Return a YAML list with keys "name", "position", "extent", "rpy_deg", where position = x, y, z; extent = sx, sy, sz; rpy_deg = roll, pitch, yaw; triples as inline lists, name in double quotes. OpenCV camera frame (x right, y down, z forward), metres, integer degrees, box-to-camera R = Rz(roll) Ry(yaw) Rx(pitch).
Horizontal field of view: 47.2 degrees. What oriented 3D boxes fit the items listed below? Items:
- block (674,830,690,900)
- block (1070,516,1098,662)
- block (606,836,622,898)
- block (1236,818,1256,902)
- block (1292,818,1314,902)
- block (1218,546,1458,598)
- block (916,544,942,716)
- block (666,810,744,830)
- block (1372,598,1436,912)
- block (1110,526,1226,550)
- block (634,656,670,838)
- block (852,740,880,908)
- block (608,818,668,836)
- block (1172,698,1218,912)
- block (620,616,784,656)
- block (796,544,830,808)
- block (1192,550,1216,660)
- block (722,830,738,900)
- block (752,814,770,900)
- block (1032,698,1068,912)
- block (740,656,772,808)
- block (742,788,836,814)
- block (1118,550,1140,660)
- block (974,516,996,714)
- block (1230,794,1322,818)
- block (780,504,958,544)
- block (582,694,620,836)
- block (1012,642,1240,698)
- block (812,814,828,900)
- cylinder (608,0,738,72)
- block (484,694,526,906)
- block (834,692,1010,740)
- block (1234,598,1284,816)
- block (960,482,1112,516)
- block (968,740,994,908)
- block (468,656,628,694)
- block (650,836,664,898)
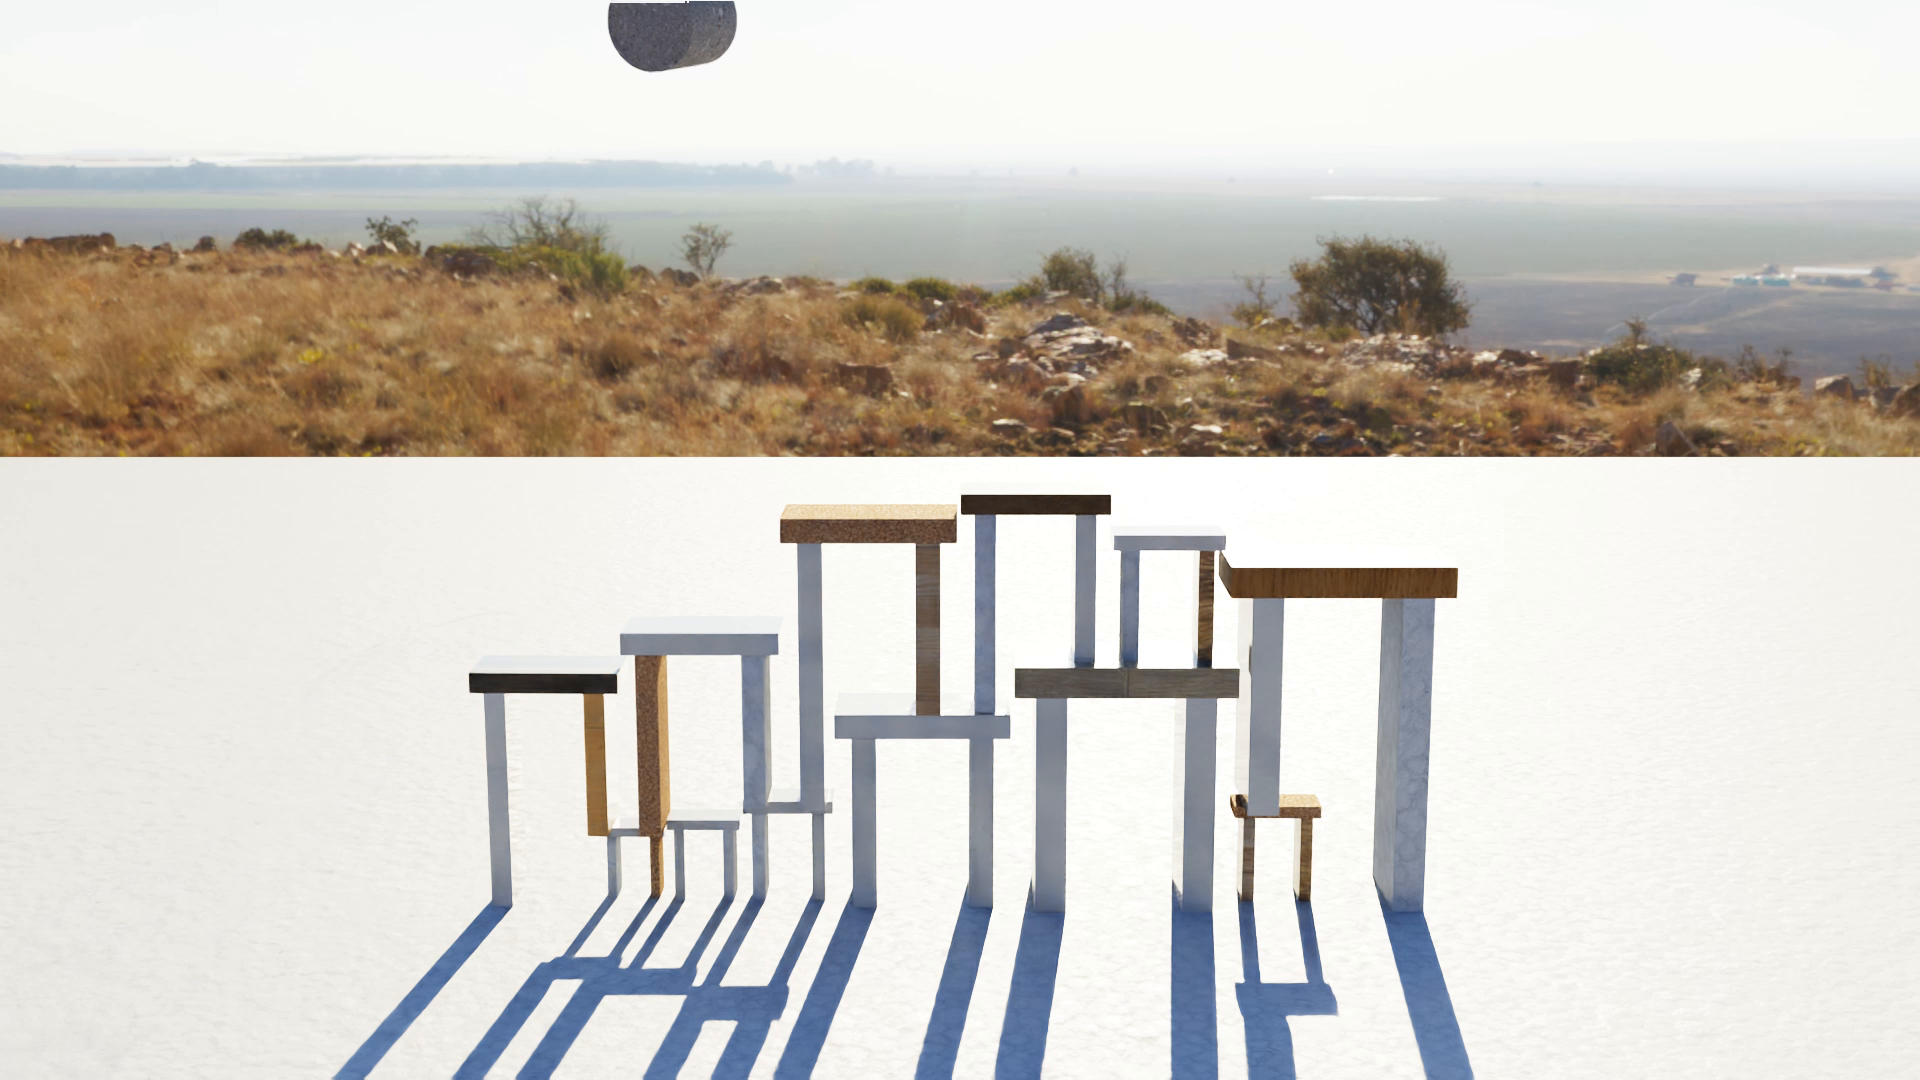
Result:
- name: "block"
  position: [-0.462, 0.531, 3.656]
  extent: [0.017, 0.121, 0.060]
  rpy_deg: [0, 11, 0]
- name: "block"
  position: [0.201, 0.068, 3.577]
  extent: [0.034, 0.240, 0.120]
  rpy_deg: [0, 11, 0]
- name: "block"
  position: [-0.576, 0.537, 3.664]
  extent: [0.015, 0.106, 0.053]
  rpy_deg: [0, 11, 0]
- name: "block"
  position: [0.475, 0.520, 3.655]
  extent: [0.020, 0.142, 0.071]
  rpy_deg: [0, 10, 0]
- name: "block"
  position: [0.570, 0.520, 3.655]
  extent: [0.020, 0.142, 0.071]
  rpy_deg: [0, 11, 0]
- name: "block"
  position: [0.610, 0.051, 3.574]
  extent: [0.359, 0.051, 0.180]
  rpy_deg: [0, 11, 0]
- name: "block"
  position: [-0.051, 0.131, 3.584]
  extent: [0.040, 0.282, 0.141]
  rpy_deg: [0, 11, 0]
- name: "block"
  position: [-0.422, 0.463, 3.643]
  extent: [0.121, 0.017, 0.060]
  rpy_deg: [0, 11, 0]
- name: "block"
  position: [0.730, 0.333, 3.625]
  extent: [0.051, 0.521, 0.180]
  rpy_deg: [0, 11, 0]
- name: "block"
  position: [0.336, -0.003, 3.562]
  extent: [0.180, 0.026, 0.090]
  rpy_deg: [0, 11, 0]
- name: "block"
  position: [-0.504, 0.323, 3.613]
  extent: [0.036, 0.303, 0.127]
  rpy_deg: [0, 10, 0]
- name: "block"
  position: [-0.156, 0.449, 3.647]
  extent: [0.040, 0.285, 0.143]
  rpy_deg: [0, 11, 0]
- name: "block"
  position: [-0.540, 0.477, 3.653]
  extent: [0.106, 0.015, 0.053]
  rpy_deg: [0, 10, 0]
- name: "block"
  position: [0.386, 0.414, 3.635]
  extent: [0.051, 0.359, 0.180]
  rpy_deg: [0, 11, 0]
- name: "block"
  position: [-0.418, 0.156, 3.584]
  extent: [0.255, 0.036, 0.127]
  rpy_deg: [0, 10, 0]
- name: "block"
  position: [-0.239, 0.208, 3.598]
  extent: [0.040, 0.438, 0.141]
  rpy_deg: [0, 11, 0]
- name: "block"
  position: [0.396, 0.098, 3.581]
  extent: [0.026, 0.180, 0.090]
  rpy_deg: [0, 11, 0]
- name: "block"
  position: [-0.382, 0.531, 3.656]
  extent: [0.017, 0.121, 0.060]
  rpy_deg: [0, 11, 0]
- name: "block"
  position: [-0.332, 0.516, 3.660]
  extent: [0.021, 0.149, 0.074]
  rpy_deg: [0, 10, 0]
- name: "block"
  position: [0.147, 0.414, 3.635]
  extent: [0.051, 0.359, 0.180]
  rpy_deg: [0, 11, 0]
- name: "block"
  position: [-0.334, 0.299, 3.612]
  extent: [0.036, 0.255, 0.127]
  rpy_deg: [0, 11, 0]
- name: "block"
  position: [-0.282, 0.433, 3.645]
  extent: [0.148, 0.021, 0.074]
  rpy_deg: [0, 11, 0]
- name: "block"
  position: [0.276, 0.098, 3.581]
  extent: [0.026, 0.180, 0.090]
  rpy_deg: [0, 11, 0]
- name: "block"
  position: [0.041, 0.109, 3.585]
  extent: [0.034, 0.325, 0.120]
  rpy_deg: [0, 11, 0]
- name: "block"
  position: [0.522, 0.440, 3.640]
  extent: [0.142, 0.020, 0.071]
  rpy_deg: [0, 10, 1]
- name: "block"
  position: [-0.145, -0.027, 3.554]
  extent: [0.282, 0.040, 0.141]
  rpy_deg: [0, 11, 0]
- name: "block"
  position: [-0.590, 0.354, 3.621]
  extent: [0.034, 0.239, 0.120]
  rpy_deg: [0, 10, 0]
- name: "block"
  position: [0.267, 0.212, 3.597]
  extent: [0.359, 0.051, 0.180]
  rpy_deg: [0, 11, 0]
- name: "block"
  position: [-0.233, 0.516, 3.661]
  extent: [0.021, 0.148, 0.074]
  rpy_deg: [0, 11, 0]
- name: "cylinder"
  position: [-0.850, -1.540, 6.518]
  extent: [0.283, 0.283, 0.283]
  rpy_deg: [4, 17, 21]
- name: "block"
  position: [-0.750, 0.413, 3.632]
  extent: [0.034, 0.361, 0.120]
  rpy_deg: [0, 11, 0]
- name: "block"
  position: [-0.060, 0.289, 3.617]
  extent: [0.285, 0.040, 0.143]
  rpy_deg: [0, 11, 0]
- name: "block"
  position: [0.490, 0.253, 3.611]
  extent: [0.051, 0.359, 0.180]
  rpy_deg: [0, 10, 0]
- name: "block"
  position: [0.121, -0.067, 3.552]
  extent: [0.240, 0.034, 0.120]
  rpy_deg: [0, 11, 0]
- name: "block"
  position: [0.035, 0.449, 3.647]
  extent: [0.040, 0.285, 0.143]
  rpy_deg: [0, 11, 0]
- name: "block"
  position: [-0.670, 0.220, 3.596]
  extent: [0.239, 0.034, 0.120]
  rpy_deg: [0, 11, 0]
- name: "block"
  position: [-0.505, 0.537, 3.665]
  extent: [0.015, 0.106, 0.053]
  rpy_deg: [0, 11, 0]
